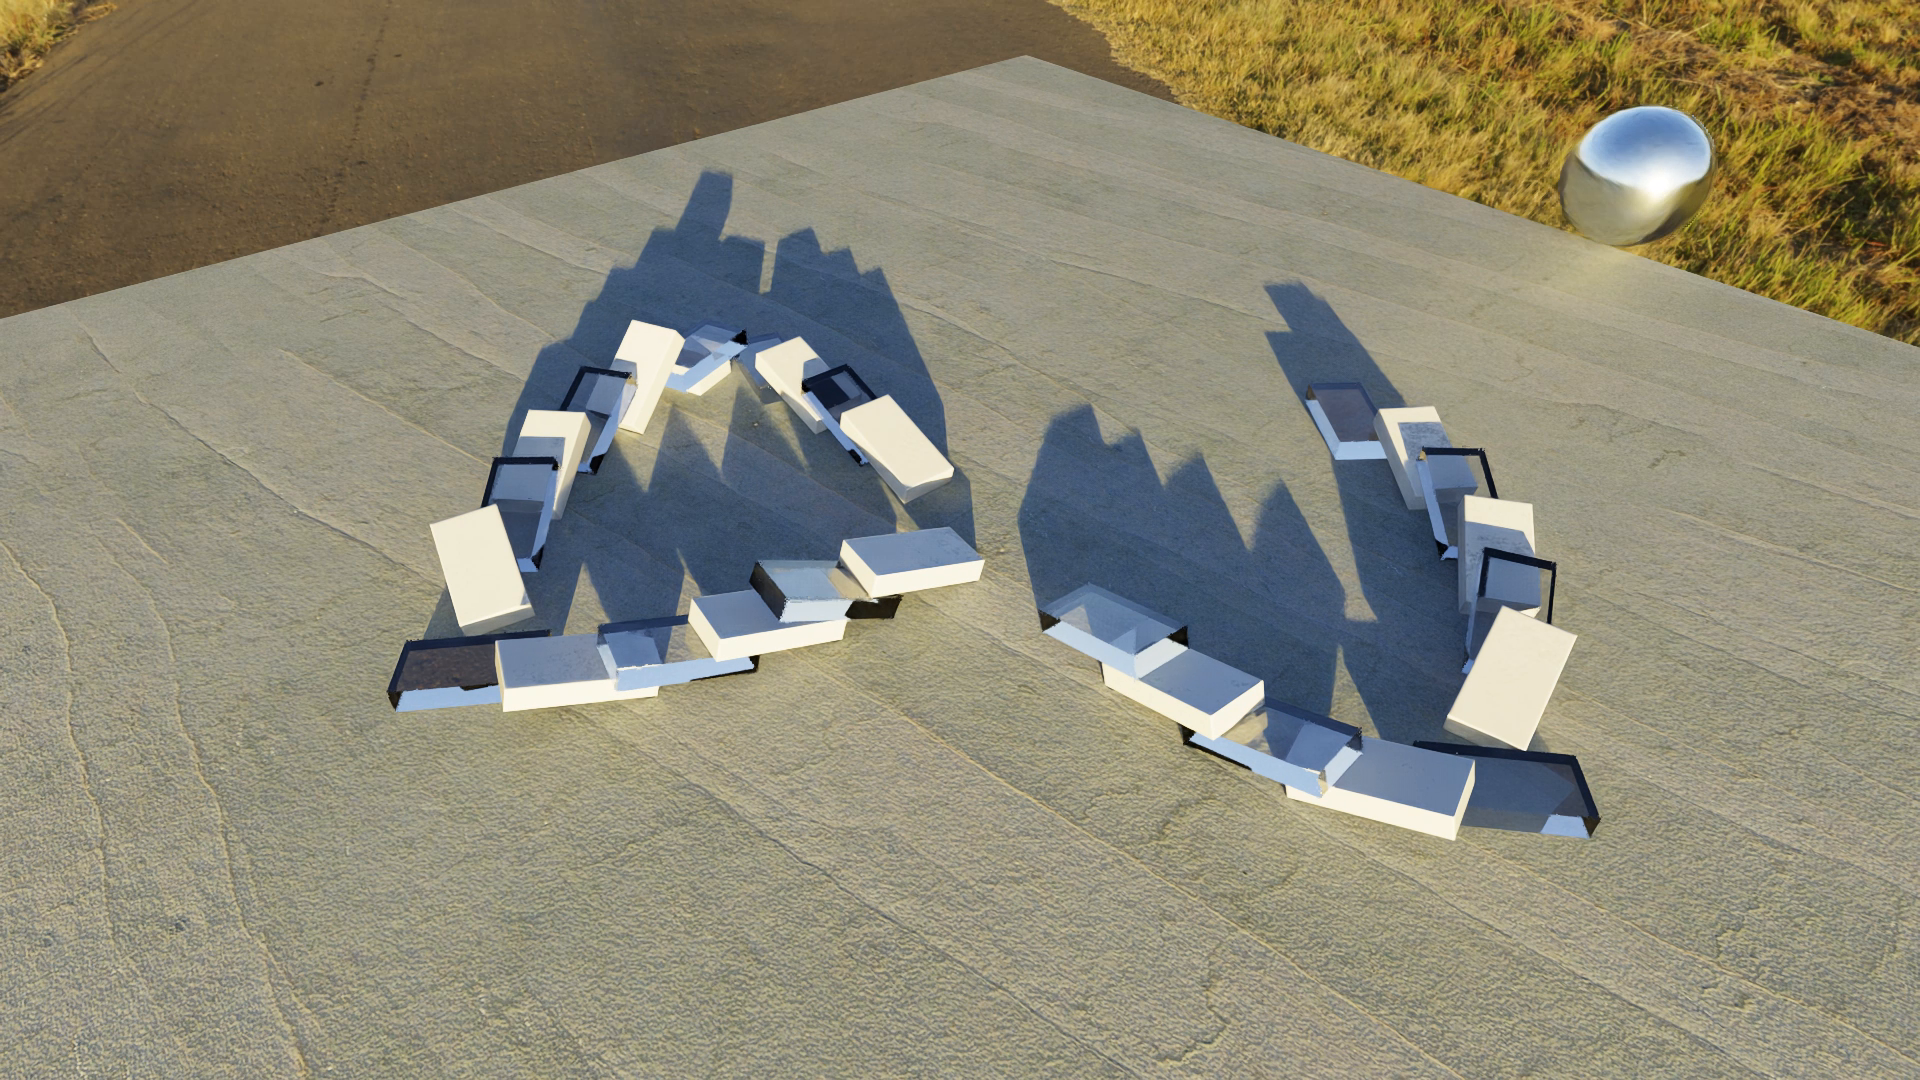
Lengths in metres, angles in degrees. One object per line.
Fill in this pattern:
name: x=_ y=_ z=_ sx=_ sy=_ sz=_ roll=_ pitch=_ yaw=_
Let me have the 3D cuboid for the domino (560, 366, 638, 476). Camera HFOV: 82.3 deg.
domino: x=-0.167 y=-0.054 z=0.495 sx=0.025 sy=0.010 sz=0.050 roll=10 pitch=63 yaw=12

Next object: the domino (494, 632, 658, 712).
domino: x=-0.132 y=0.044 z=0.379 sx=0.050 sy=0.010 sz=0.025 roll=-2 pitch=36 yaw=-29

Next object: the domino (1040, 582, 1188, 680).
domino: x=0.054 y=0.032 z=0.394 sx=0.025 sy=0.010 sz=0.050 roll=-26 pitch=29 yaw=-28

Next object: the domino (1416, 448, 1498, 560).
domino: x=0.206 y=-0.015 z=0.451 sx=0.025 sy=0.009 sz=0.050 roll=1 pitch=56 yaw=2

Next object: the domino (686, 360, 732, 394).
domino: x=-0.143 y=-0.089 z=0.552 sx=0.050 sy=0.010 sz=0.025 roll=18 pitch=43 yaw=21

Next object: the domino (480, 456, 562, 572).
domino: x=-0.180 y=-0.011 z=0.445 sx=0.025 sy=0.010 sz=0.050 roll=-1 pitch=57 yaw=-1

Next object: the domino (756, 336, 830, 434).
domino: x=-0.073 y=-0.074 z=0.523 sx=0.025 sy=0.009 sz=0.050 roll=-29 pitch=64 yaw=-30

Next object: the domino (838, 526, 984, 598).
domino: x=-0.018 y=0.008 z=0.423 sx=0.050 sy=0.009 sz=0.025 roll=-8 pitch=37 yaw=-37

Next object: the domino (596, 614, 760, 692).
domino: x=-0.098 y=0.038 z=0.386 sx=0.050 sy=0.009 sz=0.025 roll=-5 pitch=36 yaw=-33

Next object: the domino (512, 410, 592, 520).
domino: x=-0.178 y=-0.033 z=0.471 sx=0.025 sy=0.010 sz=0.050 roll=3 pitch=58 yaw=4

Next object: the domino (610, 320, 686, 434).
domino: x=-0.151 y=-0.077 z=0.516 sx=0.025 sy=0.009 sz=0.050 roll=16 pitch=77 yaw=19

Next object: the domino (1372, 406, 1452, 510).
domino: x=0.201 y=-0.036 z=0.478 sx=0.025 sy=0.009 sz=0.050 roll=-3 pitch=54 yaw=-4

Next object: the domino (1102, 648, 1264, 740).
domino: x=0.075 y=0.048 z=0.373 sx=0.025 sy=0.010 sz=0.050 roll=-26 pitch=29 yaw=-28

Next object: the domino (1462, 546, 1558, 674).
domino: x=0.199 y=0.028 z=0.398 sx=0.025 sy=0.010 sz=0.050 roll=14 pitch=58 yaw=16

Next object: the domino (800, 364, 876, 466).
domino: x=-0.049 y=-0.058 z=0.503 sx=0.025 sy=0.010 sz=0.050 roll=-27 pitch=63 yaw=-29

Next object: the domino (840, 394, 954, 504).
domino: x=-0.028 y=-0.041 z=0.482 sx=0.025 sy=0.010 sz=0.050 roll=-27 pitch=62 yaw=-29

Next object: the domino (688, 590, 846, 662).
domino: x=-0.069 y=0.029 z=0.397 sx=0.050 sy=0.009 sz=0.025 roll=-7 pitch=36 yaw=-37

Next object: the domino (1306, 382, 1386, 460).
domino: x=0.181 y=-0.056 z=0.512 sx=0.025 sy=0.010 sz=0.050 roll=-1 pitch=39 yaw=-1

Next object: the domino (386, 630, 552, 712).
domino: x=-0.171 y=0.046 z=0.388 sx=0.050 sy=0.010 sz=0.025 roll=-5 pitch=40 yaw=-6

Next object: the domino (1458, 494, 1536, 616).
domino: x=0.207 y=0.007 z=0.424 sx=0.025 sy=0.010 sz=0.050 roll=9 pitch=57 yaw=11

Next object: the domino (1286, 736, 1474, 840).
domino: x=0.130 y=0.074 z=0.342 sx=0.050 sy=0.010 sz=0.025 roll=8 pitch=37 yaw=35

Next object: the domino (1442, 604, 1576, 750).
domino: x=0.187 y=0.048 z=0.373 sx=0.025 sy=0.009 sz=0.050 roll=26 pitch=62 yaw=26

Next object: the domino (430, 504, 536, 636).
domino: x=-0.182 y=0.011 z=0.418 sx=0.025 sy=0.009 sz=0.050 roll=-20 pitch=59 yaw=-18

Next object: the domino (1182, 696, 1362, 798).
domino: x=0.100 y=0.063 z=0.355 sx=0.025 sy=0.009 sz=0.050 roll=-33 pitch=32 yaw=-33

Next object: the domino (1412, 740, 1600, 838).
domino: x=0.171 y=0.078 z=0.348 sx=0.050 sy=0.010 sz=0.025 roll=5 pitch=40 yaw=6

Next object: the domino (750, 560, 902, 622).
domino: x=-0.049 y=0.018 z=0.405 sx=0.050 sy=0.009 sz=0.025 roll=2 pitch=31 yaw=-41

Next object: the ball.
ball: x=0.402 y=-0.216 z=0.655 sx=0.080 sy=0.080 sz=0.080 roll=0 pitch=39 yaw=0

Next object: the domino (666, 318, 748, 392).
domino: x=-0.130 y=-0.091 z=0.540 sx=0.025 sy=0.010 sz=0.050 roll=18 pitch=43 yaw=21

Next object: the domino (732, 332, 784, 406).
domino: x=-0.095 y=-0.086 z=0.549 sx=0.025 sy=0.009 sz=0.050 roll=-17 pitch=42 yaw=-20
